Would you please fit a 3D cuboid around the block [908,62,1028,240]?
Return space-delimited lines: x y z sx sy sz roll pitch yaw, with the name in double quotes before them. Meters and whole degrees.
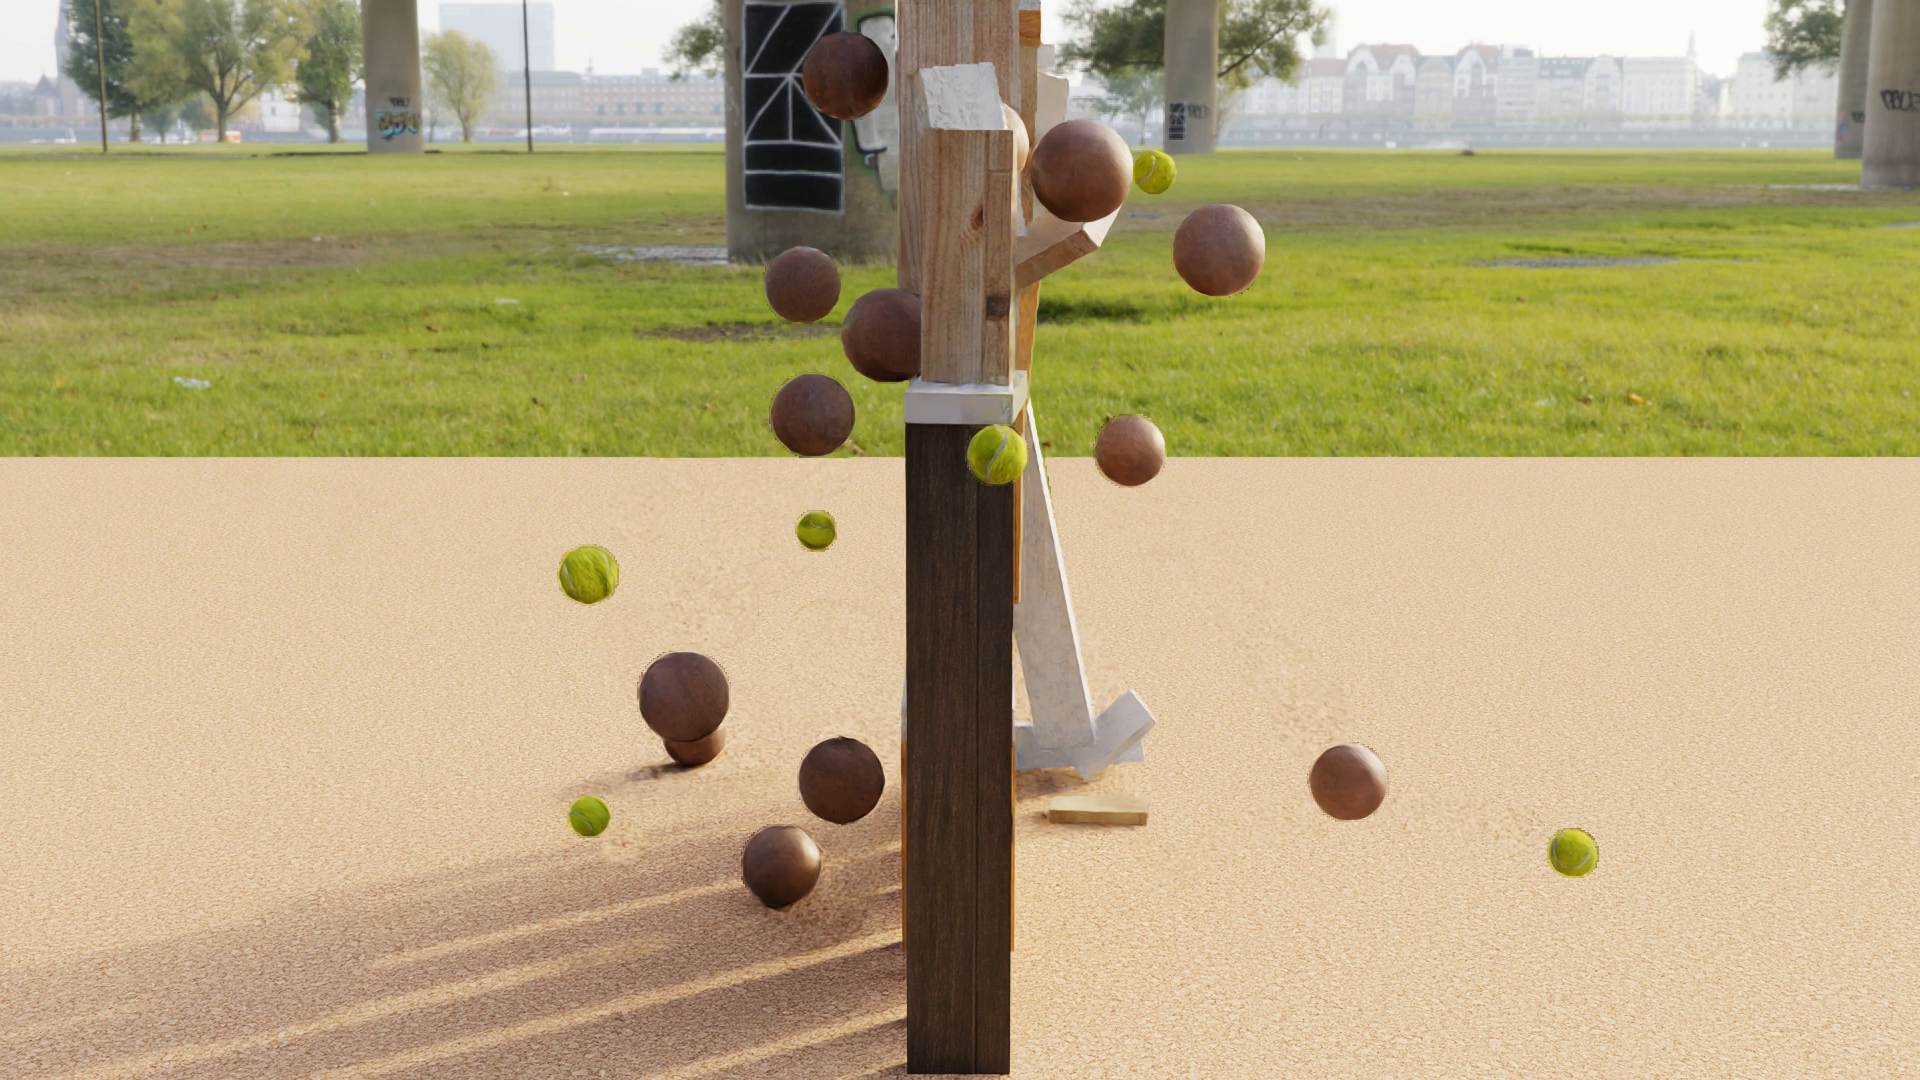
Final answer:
"block" 0.010 -0.512 2.929 0.118 0.236 0.033 -13 3 -33

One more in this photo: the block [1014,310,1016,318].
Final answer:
"block" 0.012 -0.335 3.151 0.098 0.028 0.195 -1 7 -11

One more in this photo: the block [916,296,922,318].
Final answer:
"block" 0.006 -0.378 3.436 0.144 0.041 0.287 1 11 -2

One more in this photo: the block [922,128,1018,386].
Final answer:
"block" 0.012 -0.369 2.870 0.118 0.328 0.033 3 11 12

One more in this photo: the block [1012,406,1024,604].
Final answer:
"block" 0.016 -0.053 3.046 0.139 0.278 0.039 2 10 5

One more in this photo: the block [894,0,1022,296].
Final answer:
"block" -0.004 -0.727 3.125 0.173 0.754 0.049 -1 2 -6

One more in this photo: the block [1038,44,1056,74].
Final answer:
"block" 0.071 -0.811 3.791 0.130 0.037 0.261 0 0 -10

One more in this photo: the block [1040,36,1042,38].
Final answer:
"block" 0.078 -0.926 3.691 0.094 0.188 0.027 -3 -11 -16

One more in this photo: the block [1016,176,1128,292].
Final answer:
"block" 0.113 -0.396 2.958 0.236 0.033 0.118 -23 29 44

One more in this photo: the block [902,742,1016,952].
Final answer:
"block" -0.003 0.464 3.399 0.173 0.347 0.049 0 10 0

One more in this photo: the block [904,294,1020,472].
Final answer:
"block" 0.003 -0.282 3.640 0.174 0.347 0.049 3 11 -2

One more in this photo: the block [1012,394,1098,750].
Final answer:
"block" 0.085 -0.200 4.129 0.114 1.275 0.032 -7 17 18

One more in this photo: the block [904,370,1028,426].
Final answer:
"block" 0.011 -0.193 2.927 0.139 0.039 0.278 2 11 5

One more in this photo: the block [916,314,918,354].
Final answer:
"block" -0.001 -0.235 3.561 0.144 0.287 0.041 2 11 0

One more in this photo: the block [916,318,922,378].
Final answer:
"block" 0.002 -0.125 3.388 0.144 0.439 0.041 1 11 -2

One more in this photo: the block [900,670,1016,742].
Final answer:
"block" -0.002 0.248 3.477 0.173 0.049 0.346 0 11 0

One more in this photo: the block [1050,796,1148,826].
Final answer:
"block" 0.258 0.502 4.075 0.180 0.025 0.090 1 11 6

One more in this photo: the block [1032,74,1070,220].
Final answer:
"block" 0.105 -0.662 3.749 0.130 0.261 0.037 0 17 -19

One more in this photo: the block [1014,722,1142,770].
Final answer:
"block" 0.206 0.404 4.364 0.307 0.090 0.026 -4 10 -1

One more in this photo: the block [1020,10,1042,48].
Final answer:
"block" 0.020 -0.772 3.337 0.180 0.051 0.359 1 11 -3

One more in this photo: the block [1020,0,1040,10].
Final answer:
"block" 0.037 -0.954 3.235 0.173 0.346 0.049 1 11 -2

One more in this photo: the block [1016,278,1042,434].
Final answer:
"block" 0.036 -0.281 3.894 0.174 0.446 0.049 7 11 5

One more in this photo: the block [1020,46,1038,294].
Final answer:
"block" 0.018 -0.547 3.255 0.180 0.359 0.051 1 10 -2

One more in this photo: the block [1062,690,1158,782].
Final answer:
"block" 0.292 0.383 4.306 0.025 0.180 0.090 44 7 -45

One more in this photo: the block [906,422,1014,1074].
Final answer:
"block" -0.001 0.281 2.912 0.139 0.883 0.039 0 9 0
